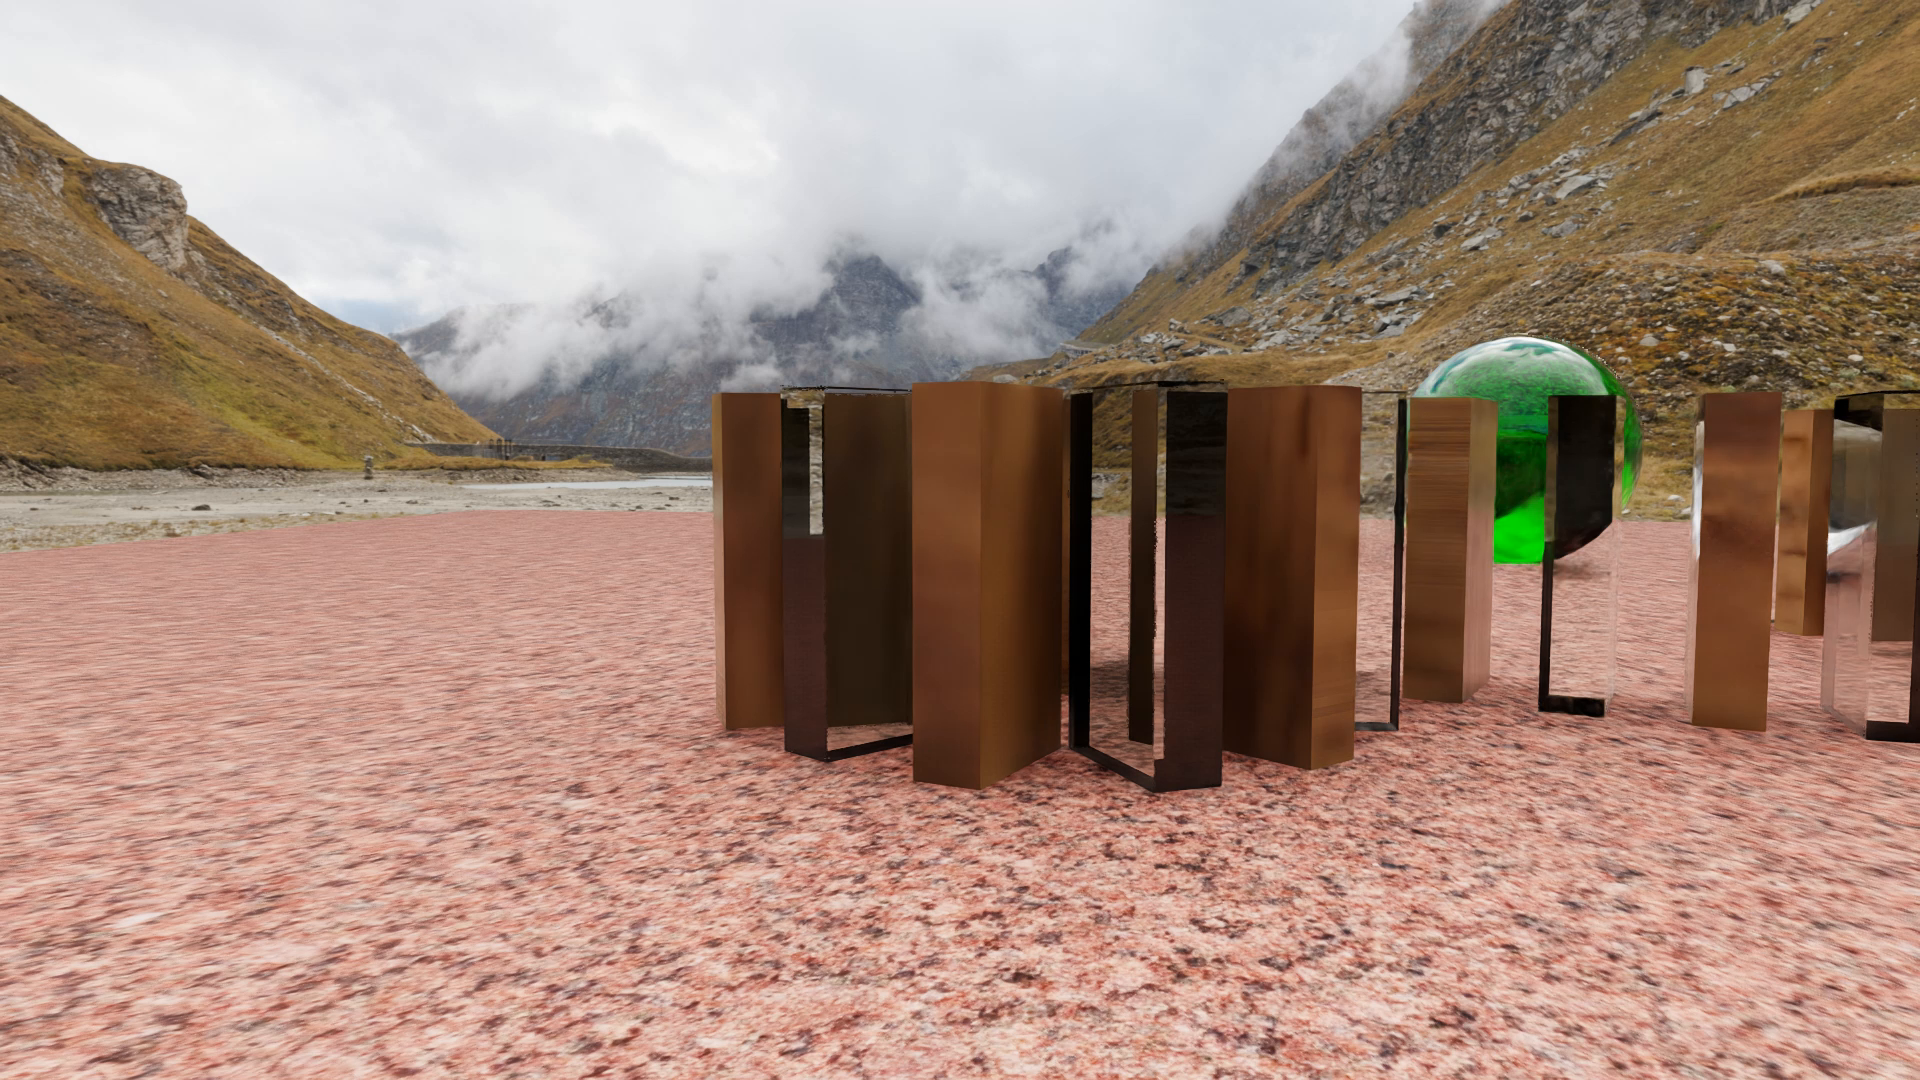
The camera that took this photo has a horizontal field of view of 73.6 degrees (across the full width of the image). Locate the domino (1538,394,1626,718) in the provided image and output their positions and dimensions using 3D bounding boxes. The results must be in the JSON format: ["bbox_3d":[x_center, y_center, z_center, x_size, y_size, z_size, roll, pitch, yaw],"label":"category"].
[{"bbox_3d":[0.102,0.002,0.211,0.010,0.050,0.025,2,5,30],"label":"domino"}]

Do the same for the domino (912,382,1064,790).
[{"bbox_3d":[0.004,0.005,0.169,0.009,0.050,0.025,2,5,28],"label":"domino"}]

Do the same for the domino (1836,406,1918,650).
[{"bbox_3d":[0.200,-0.003,0.267,0.025,0.050,0.009,0,4,0],"label":"domino"}]

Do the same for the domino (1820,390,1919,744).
[{"bbox_3d":[0.139,0.003,0.193,0.009,0.050,0.025,2,5,21],"label":"domino"}]

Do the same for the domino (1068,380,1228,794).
[{"bbox_3d":[0.024,0.005,0.168,0.009,0.050,0.025,-2,5,-20],"label":"domino"}]

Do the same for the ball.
[{"bbox_3d":[0.195,-0.031,0.451,0.080,0.080,0.080,0,4,0],"label":"ball"}]

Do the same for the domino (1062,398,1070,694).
[{"bbox_3d":[0.017,0.000,0.229,0.009,0.050,0.025,-1,4,-16],"label":"domino"}]

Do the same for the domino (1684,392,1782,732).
[{"bbox_3d":[0.121,0.002,0.201,0.009,0.050,0.025,2,5,27],"label":"domino"}]

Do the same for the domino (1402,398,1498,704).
[{"bbox_3d":[0.085,0.001,0.221,0.009,0.050,0.025,3,5,32],"label":"domino"}]

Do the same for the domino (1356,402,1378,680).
[{"bbox_3d":[0.068,0.000,0.232,0.010,0.050,0.025,2,5,29],"label":"domino"}]

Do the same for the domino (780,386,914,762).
[{"bbox_3d":[-0.012,0.004,0.182,0.025,0.050,0.009,-4,6,-44],"label":"domino"}]

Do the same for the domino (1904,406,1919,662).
[{"bbox_3d":[0.199,-0.001,0.247,0.025,0.050,0.009,0,4,3],"label":"domino"}]

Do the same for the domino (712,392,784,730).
[{"bbox_3d":[-0.025,0.003,0.198,0.025,0.050,0.010,-2,5,-19],"label":"domino"}]

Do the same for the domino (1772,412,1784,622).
[{"bbox_3d":[0.199,-0.006,0.308,0.025,0.050,0.009,0,4,-1],"label":"domino"}]

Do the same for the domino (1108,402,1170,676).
[{"bbox_3d":[0.039,-0.001,0.246,0.009,0.050,0.025,3,5,38],"label":"domino"}]

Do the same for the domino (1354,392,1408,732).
[{"bbox_3d":[0.053,0.003,0.194,0.025,0.050,0.010,1,4,7],"label":"domino"}]

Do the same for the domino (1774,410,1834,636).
[{"bbox_3d":[0.199,-0.004,0.288,0.025,0.050,0.010,0,4,-2],"label":"domino"}]

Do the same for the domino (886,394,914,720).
[{"bbox_3d":[0.001,0.002,0.201,0.025,0.050,0.009,0,4,-2],"label":"domino"}]

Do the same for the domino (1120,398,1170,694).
[{"bbox_3d":[0.039,0.000,0.229,0.010,0.050,0.025,3,5,34],"label":"domino"}]

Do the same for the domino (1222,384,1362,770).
[{"bbox_3d":[0.042,0.004,0.178,0.009,0.050,0.025,-3,6,-39],"label":"domino"}]
